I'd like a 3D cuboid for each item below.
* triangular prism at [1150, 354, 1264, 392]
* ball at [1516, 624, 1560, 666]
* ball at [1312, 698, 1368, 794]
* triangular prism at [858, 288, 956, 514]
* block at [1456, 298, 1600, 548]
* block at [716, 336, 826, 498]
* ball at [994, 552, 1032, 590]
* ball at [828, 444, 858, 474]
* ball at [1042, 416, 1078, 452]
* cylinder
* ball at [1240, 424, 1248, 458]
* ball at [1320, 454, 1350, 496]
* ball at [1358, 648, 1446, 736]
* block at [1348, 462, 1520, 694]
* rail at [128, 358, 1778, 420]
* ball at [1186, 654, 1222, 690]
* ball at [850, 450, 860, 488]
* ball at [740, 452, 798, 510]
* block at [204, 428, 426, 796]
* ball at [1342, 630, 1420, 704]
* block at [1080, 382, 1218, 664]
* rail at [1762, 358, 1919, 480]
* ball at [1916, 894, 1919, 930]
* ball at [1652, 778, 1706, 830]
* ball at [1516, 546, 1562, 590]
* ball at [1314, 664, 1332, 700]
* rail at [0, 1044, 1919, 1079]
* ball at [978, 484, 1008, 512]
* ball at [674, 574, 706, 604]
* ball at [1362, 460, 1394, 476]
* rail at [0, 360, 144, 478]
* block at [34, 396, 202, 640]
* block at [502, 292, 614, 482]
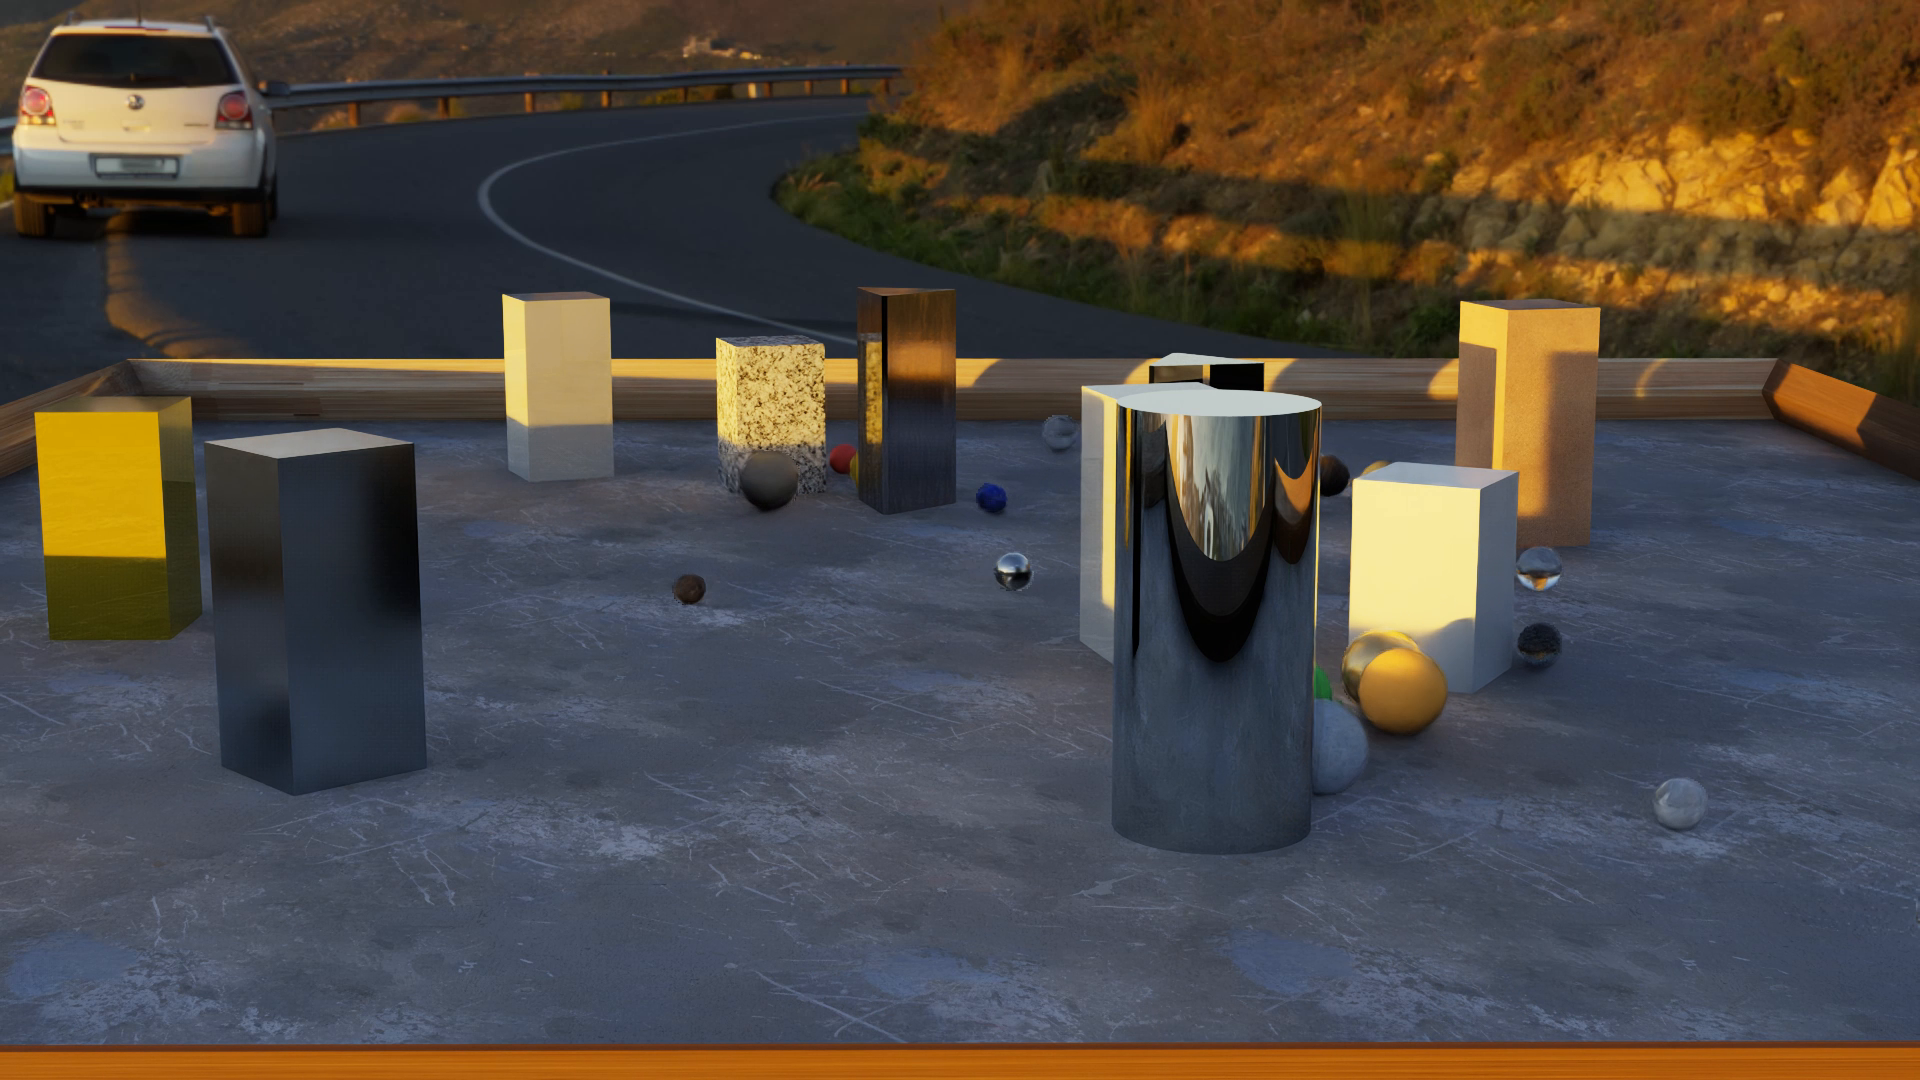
[{"bbox_3d":[0.328,-0.103,3.665,0.166,0.314,0.144,-3,11,-13],"label":"triangular prism"},{"bbox_3d":[0.707,0.128,3.135,0.052,0.052,0.052,0,11,0],"label":"ball"},{"bbox_3d":[0.363,0.208,2.588,0.096,0.096,0.096,0,11,0],"label":"ball"},{"bbox_3d":[-0.117,-0.237,4.264,0.144,0.358,0.166,10,14,43],"label":"triangular prism"},{"bbox_3d":[0.869,-0.181,3.948,0.154,0.363,0.154,-3,11,-16],"label":"block"},{"bbox_3d":[-0.327,-0.216,4.432,0.154,0.256,0.154,-3,11,-18],"label":"block"},{"bbox_3d":[0.075,0.044,3.591,0.052,0.052,0.052,0,11,0],"label":"ball"},{"bbox_3d":[-0.207,-0.145,4.596,0.055,0.055,0.055,0,11,0],"label":"ball"},{"bbox_3d":[0.190,-0.201,4.872,0.065,0.065,0.065,0,11,0],"label":"ball"},{"bbox_3d":[0.243,0.073,2.447,0.192,0.412,0.192,0,11,0],"label":"cylinder"},{"bbox_3d":[0.476,-0.179,4.673,0.095,0.095,0.095,0,11,0],"label":"ball"},{"bbox_3d":[0.626,-0.110,4.365,0.071,0.071,0.071,0,11,0],"label":"ball"},{"bbox_3d":[0.485,0.167,2.812,0.095,0.095,0.095,0,11,0],"label":"ball"},{"bbox_3d":[0.569,0.042,3.080,0.154,0.243,0.154,6,12,28],"label":"block"},{"bbox_3d":[-0.011,-0.307,5.272,3.401,0.125,0.045,0,11,0],"label":"rail"},{"bbox_3d":[0.287,0.156,3.016,0.042,0.042,0.042,0,11,0],"label":"ball"},{"bbox_3d":[-0.151,-0.122,4.409,0.078,0.078,0.078,0,11,0],"label":"ball"},{"bbox_3d":[-0.314,-0.098,4.235,0.096,0.096,0.096,0,11,0],"label":"ball"},{"bbox_3d":[-0.666,0.069,2.657,0.154,0.344,0.154,-10,14,-42],"label":"block"},{"bbox_3d":[0.481,0.149,2.908,0.095,0.095,0.095,0,11,0],"label":"ball"},{"bbox_3d":[0.247,-0.022,3.194,0.154,0.327,0.154,-3,11,-15],"label":"block"},{"bbox_3d":[1.677,0.030,3.459,0.045,0.125,3.755,0,11,0],"label":"rail"},{"bbox_3d":[0.826,0.308,2.116,0.071,0.071,0.071,0,11,0],"label":"ball"},{"bbox_3d":[0.692,0.254,2.467,0.050,0.050,0.050,0,11,0],"label":"ball"},{"bbox_3d":[0.809,0.040,3.583,0.062,0.062,0.062,0,11,0],"label":"ball"},{"bbox_3d":[0.365,0.170,2.821,0.086,0.086,0.086,0,11,0],"label":"ball"},{"bbox_3d":[0.011,0.371,1.627,3.401,0.125,0.045,0,11,0],"label":"rail"},{"bbox_3d":[0.054,-0.069,4.209,0.047,0.047,0.047,0,11,0],"label":"ball"},{"bbox_3d":[-0.368,0.066,3.497,0.042,0.042,0.042,0,11,0],"label":"ball"},{"bbox_3d":[0.695,-0.086,4.188,0.090,0.090,0.090,0,11,0],"label":"ball"},{"bbox_3d":[-1.677,0.034,3.440,0.045,0.125,3.755,0,11,0],"label":"rail"},{"bbox_3d":[-1.089,-0.030,3.330,0.154,0.294,0.154,0,11,-1],"label":"block"},{"bbox_3d":[-0.718,-0.277,4.587,0.154,0.318,0.154,-5,11,-23],"label":"block"}]
